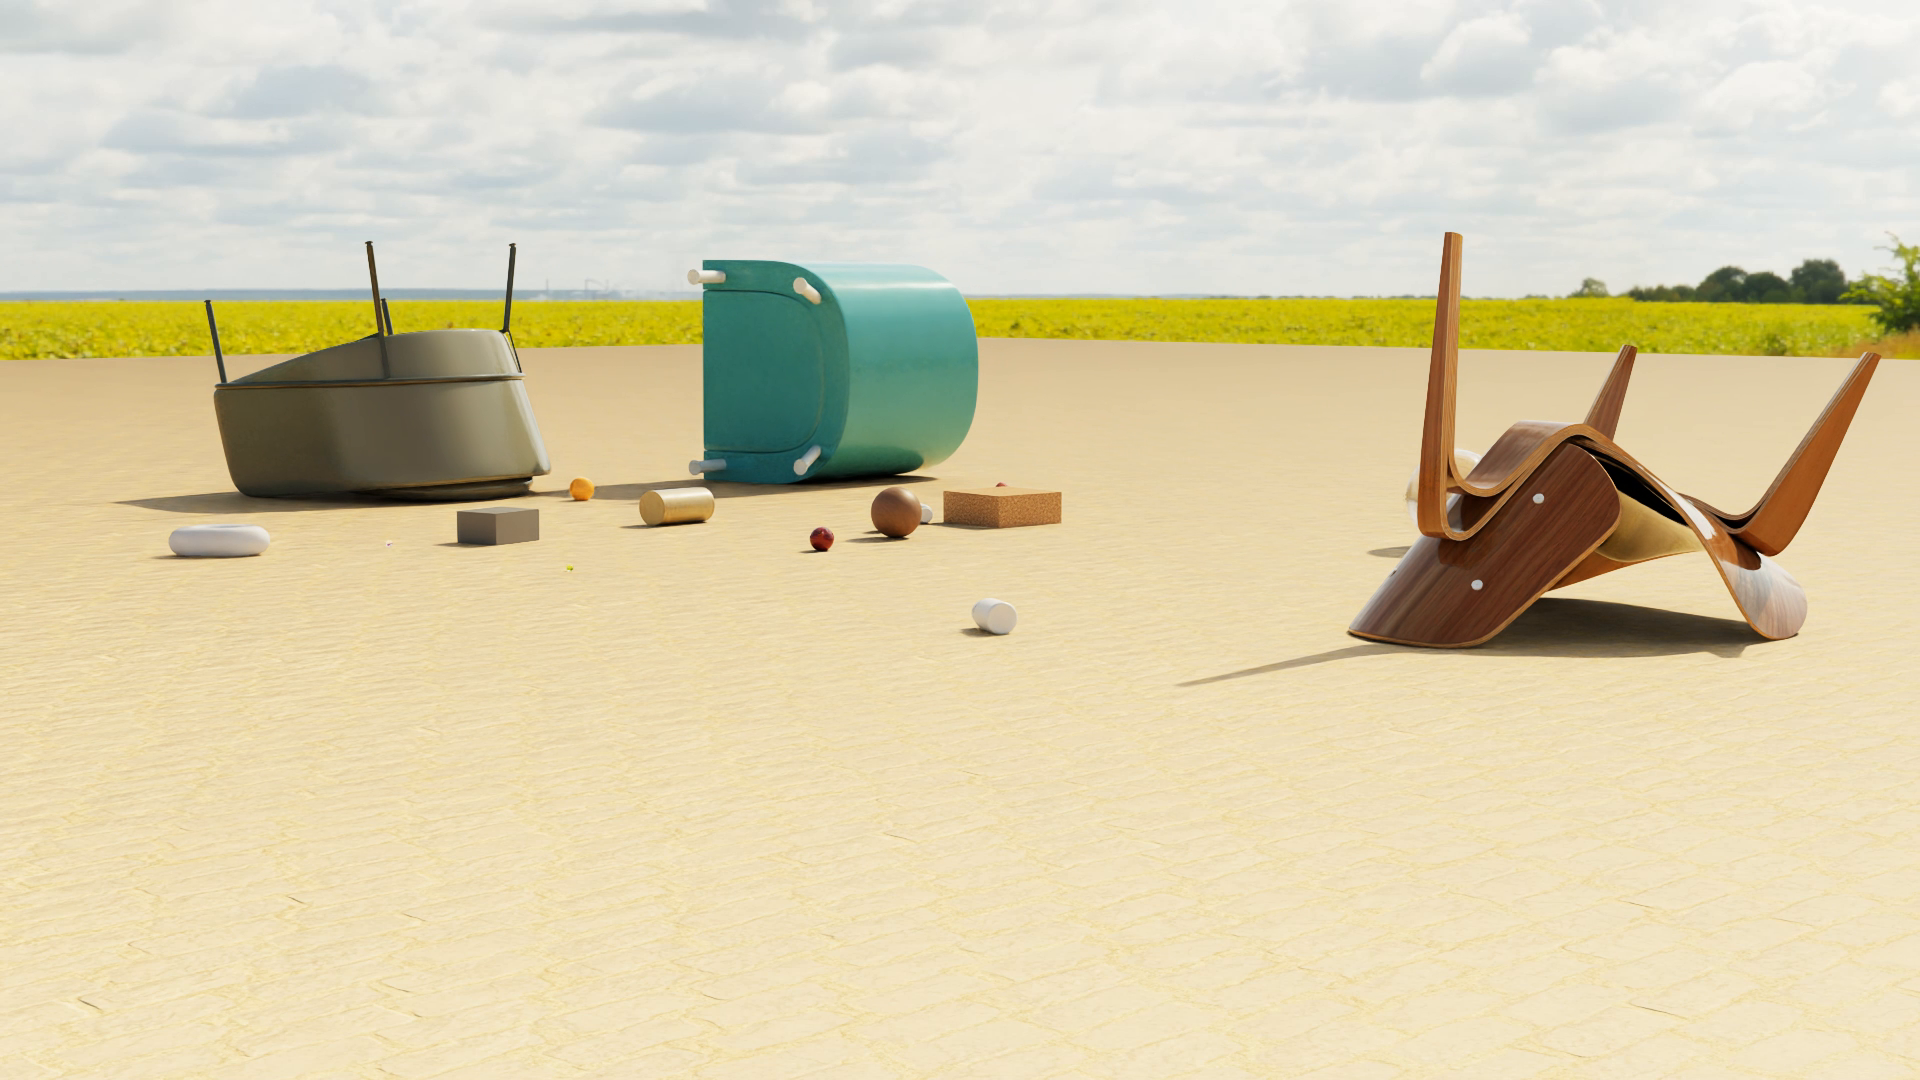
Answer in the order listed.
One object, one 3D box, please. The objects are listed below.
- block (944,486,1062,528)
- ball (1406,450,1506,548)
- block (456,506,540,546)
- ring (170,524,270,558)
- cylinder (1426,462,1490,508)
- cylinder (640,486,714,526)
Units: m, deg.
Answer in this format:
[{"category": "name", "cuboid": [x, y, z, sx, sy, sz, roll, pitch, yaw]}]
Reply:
[{"category": "block", "cuboid": [0.113, -0.089, 6.862, 0.220, 0.084, 0.229, -5, 8, -39]}, {"category": "ball", "cuboid": [1.202, -0.101, 6.225, 0.239, 0.239, 0.239, 0, 6, 0]}, {"category": "block", "cuboid": [-1.147, -0.035, 6.372, 0.131, 0.078, 0.154, 4, 7, 33]}, {"category": "ring", "cuboid": [-1.749, 0.002, 6.059, 0.237, 0.070, 0.116, -1, 8, -1]}, {"category": "cylinder", "cuboid": [1.426, -0.158, 7.348, 0.137, 0.114, 0.152, -40, -17, 29]}, {"category": "cylinder", "cuboid": [-0.753, -0.090, 6.831, 0.104, 0.093, 0.175, -1, 3, 43]}]
